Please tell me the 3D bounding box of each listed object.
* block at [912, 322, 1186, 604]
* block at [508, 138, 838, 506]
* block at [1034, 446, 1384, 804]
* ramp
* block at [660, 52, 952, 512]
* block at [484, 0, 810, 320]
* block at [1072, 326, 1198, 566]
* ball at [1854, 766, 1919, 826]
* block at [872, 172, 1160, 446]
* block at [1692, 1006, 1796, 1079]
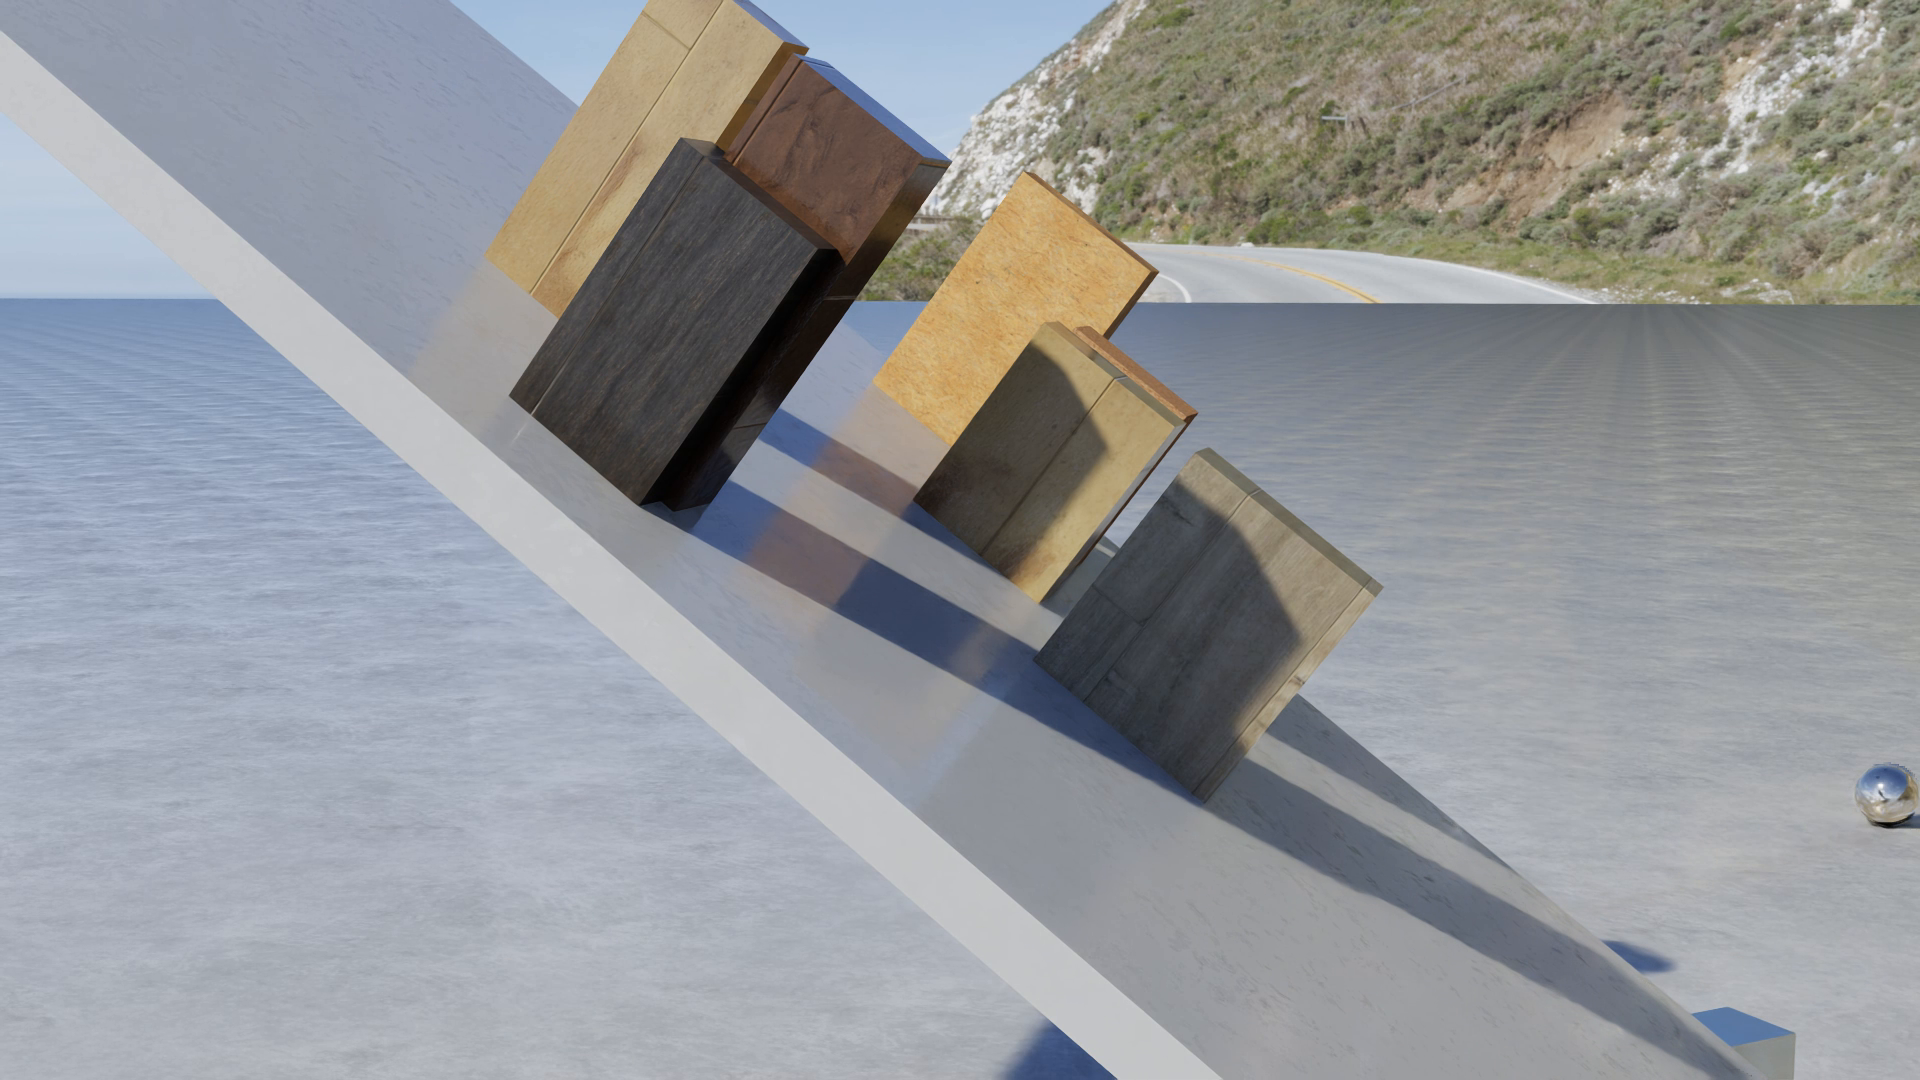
[{"bbox_3d":[0.171,-0.151,4.250,0.320,0.434,0.112,40,16,9],"label":"block"},{"bbox_3d":[-0.436,-0.332,3.366,0.272,0.489,0.118,40,16,9],"label":"block"},{"bbox_3d":[0.437,0.149,3.890,0.395,0.477,0.130,40,16,9],"label":"block"},{"bbox_3d":[-0.044,0.101,4.060,4.000,0.100,2.000,40,16,9],"label":"ramp"},{"bbox_3d":[-0.327,-0.394,3.425,0.258,0.679,0.145,40,16,9],"label":"block"},{"bbox_3d":[-0.550,-0.675,3.836,0.241,0.628,0.122,40,16,9],"label":"block"},{"bbox_3d":[0.245,-0.191,4.569,0.293,0.409,0.129,40,16,9],"label":"block"},{"bbox_3d":[3.119,0.860,7.401,0.202,0.202,0.202,0,7,0],"label":"ball"},{"bbox_3d":[0.117,-0.461,4.767,0.349,0.568,0.093,40,16,9],"label":"block"},{"bbox_3d":[1.691,1.168,4.852,0.197,0.197,0.197,-3,8,-26],"label":"block"}]
